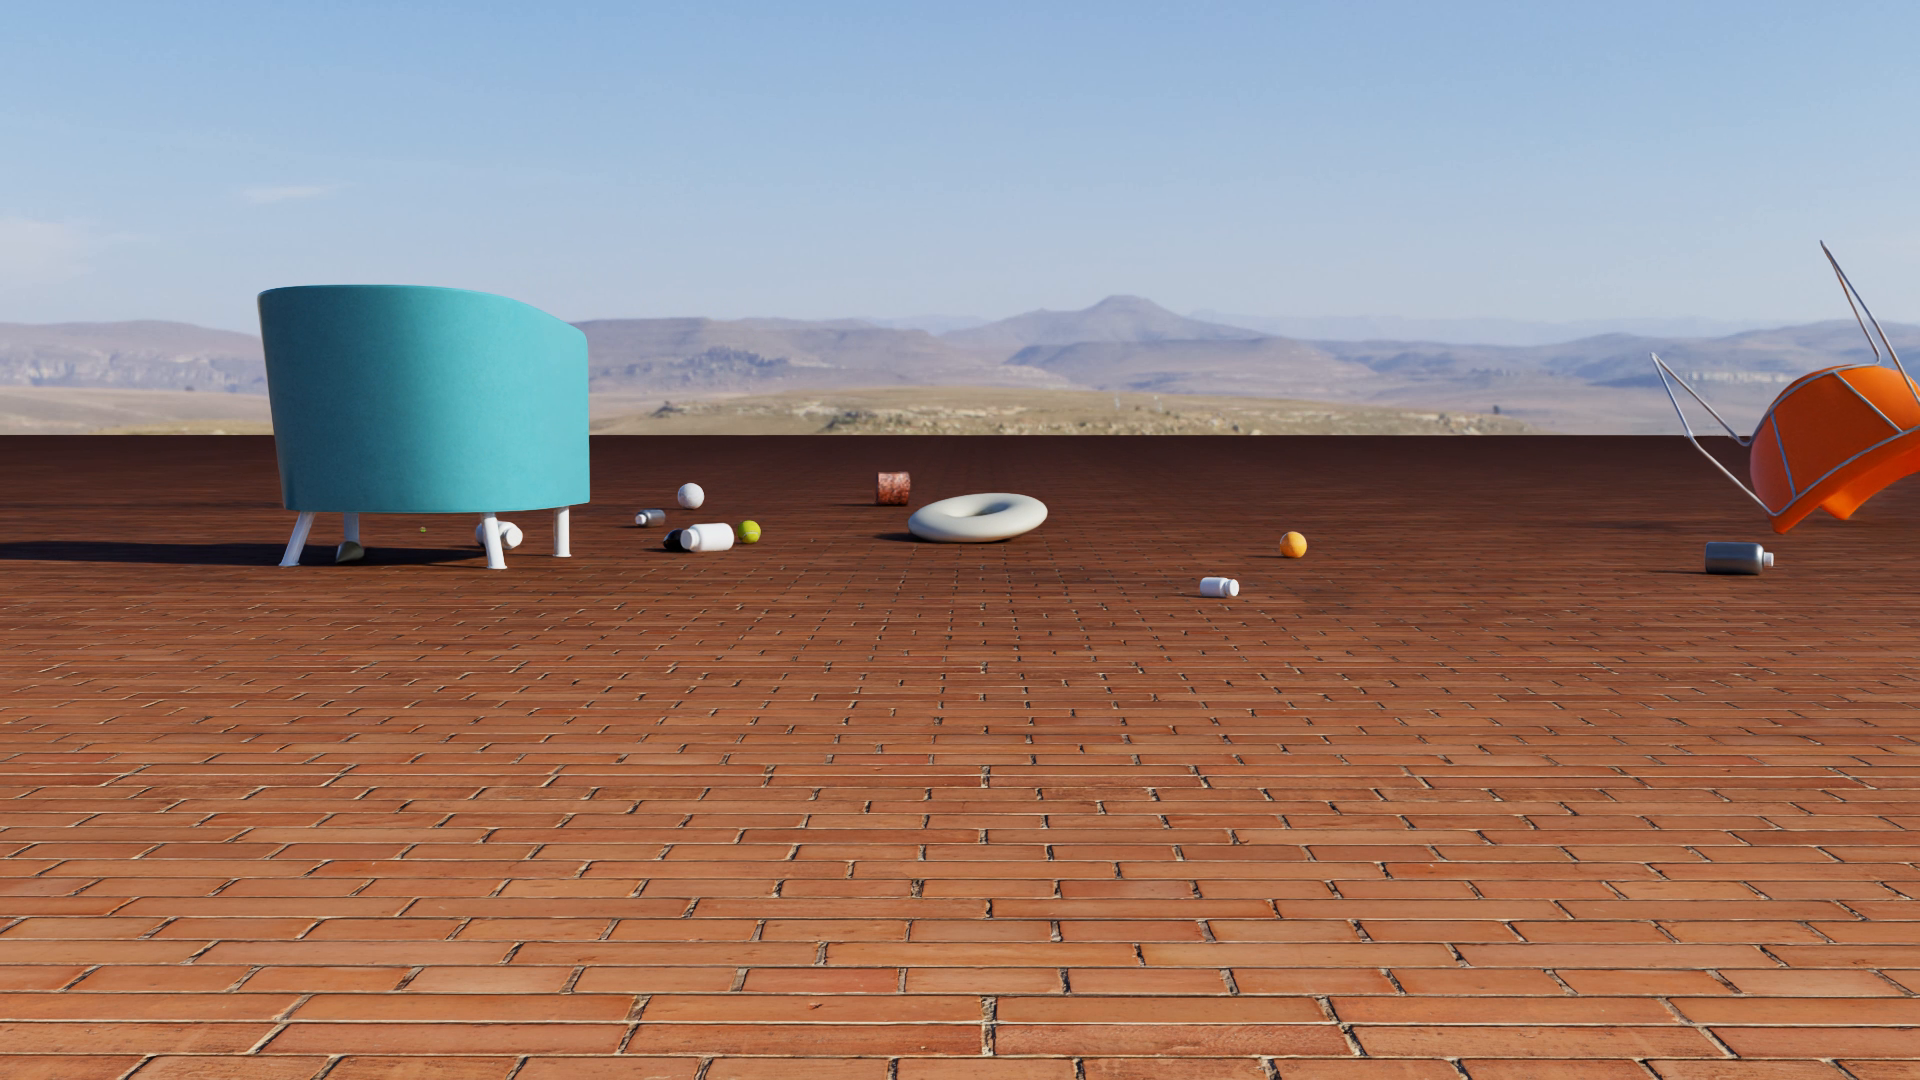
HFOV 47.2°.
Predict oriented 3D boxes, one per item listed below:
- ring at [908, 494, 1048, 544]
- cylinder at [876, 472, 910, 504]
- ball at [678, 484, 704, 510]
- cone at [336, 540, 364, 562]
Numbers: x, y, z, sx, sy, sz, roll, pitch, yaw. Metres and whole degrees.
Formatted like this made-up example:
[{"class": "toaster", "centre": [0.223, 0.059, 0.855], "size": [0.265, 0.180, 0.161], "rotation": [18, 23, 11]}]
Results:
[{"class": "ring", "centre": [0.051, -0.066, 6.576], "size": [0.417, 0.073, 0.451], "rotation": [-12, 14, -19]}, {"class": "cylinder", "centre": [-0.261, -0.197, 8.502], "size": [0.117, 0.104, 0.167], "rotation": [-1, -29, -7]}, {"class": "ball", "centre": [-1.003, -0.162, 8.190], "size": [0.099, 0.099, 0.099], "rotation": [0, 4, 0]}, {"class": "cone", "centre": [-1.604, 0.044, 5.719], "size": [0.073, 0.055, 0.086], "rotation": [6, 23, 12]}]
